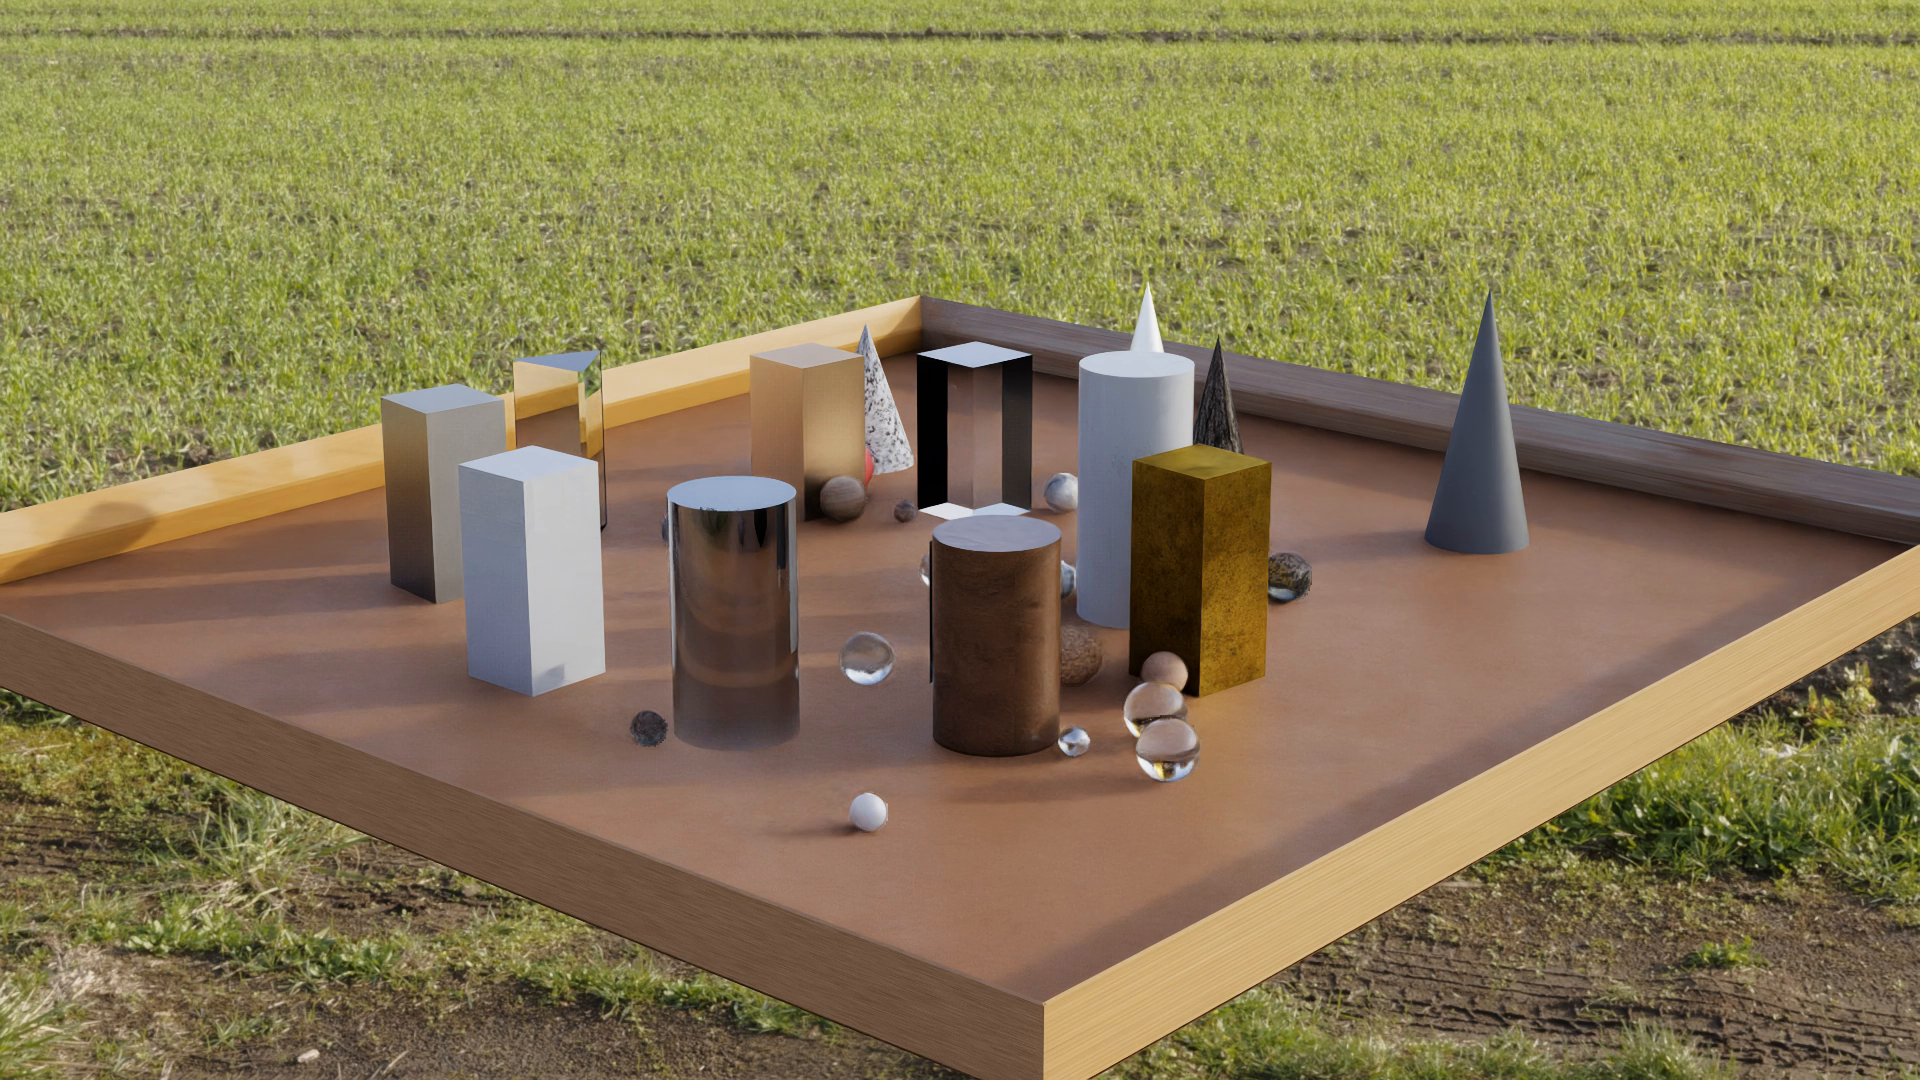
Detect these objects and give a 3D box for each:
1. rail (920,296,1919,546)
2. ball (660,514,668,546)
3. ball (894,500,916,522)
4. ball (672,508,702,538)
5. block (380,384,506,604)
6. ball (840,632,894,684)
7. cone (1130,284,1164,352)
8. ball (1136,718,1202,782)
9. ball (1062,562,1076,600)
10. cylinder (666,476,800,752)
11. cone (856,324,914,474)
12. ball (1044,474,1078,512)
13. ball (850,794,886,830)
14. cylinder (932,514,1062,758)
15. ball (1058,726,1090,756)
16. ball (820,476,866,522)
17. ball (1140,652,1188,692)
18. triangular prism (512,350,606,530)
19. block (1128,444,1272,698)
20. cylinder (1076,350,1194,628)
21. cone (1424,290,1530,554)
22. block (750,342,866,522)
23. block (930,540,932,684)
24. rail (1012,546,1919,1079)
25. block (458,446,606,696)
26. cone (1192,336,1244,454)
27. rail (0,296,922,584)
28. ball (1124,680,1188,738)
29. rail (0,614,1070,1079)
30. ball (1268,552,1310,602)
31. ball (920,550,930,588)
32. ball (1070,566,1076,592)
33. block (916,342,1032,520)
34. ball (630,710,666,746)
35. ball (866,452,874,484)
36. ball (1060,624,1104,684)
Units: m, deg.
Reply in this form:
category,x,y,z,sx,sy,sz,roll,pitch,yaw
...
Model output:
category,x,y,z,sx,sy,sz,roll,pitch,yaw
rail,0.885,-0.263,6.096,2.634,0.126,0.045,14,22,39
ball,-0.514,-0.019,5.381,0.075,0.075,0.075,0,17,0
ball,-0.104,-0.054,5.552,0.041,0.041,0.041,0,17,0
ball,-0.508,-0.032,5.452,0.057,0.057,0.057,0,17,0
block,-0.897,-0.083,5.131,0.155,0.340,0.155,-14,22,-38
ball,-0.148,0.189,4.674,0.084,0.084,0.084,0,17,0
cone,0.367,-0.314,5.788,0.194,0.402,0.194,0,17,0
ball,0.304,0.305,4.270,0.094,0.094,0.094,0,17,0
ball,0.162,0.069,5.033,0.071,0.071,0.071,0,17,0
cylinder,-0.341,0.109,4.434,0.194,0.375,0.194,0,17,0
cone,-0.189,-0.299,5.933,0.194,0.292,0.194,0,17,0
ball,0.200,-0.090,5.613,0.076,0.076,0.076,0,17,0
ball,-0.129,0.380,4.096,0.052,0.052,0.052,0,17,0
cylinder,0.055,0.143,4.418,0.194,0.321,0.194,0,17,0
ball,0.170,0.300,4.373,0.046,0.046,0.046,0,17,0
ball,-0.223,-0.077,5.551,0.087,0.087,0.087,0,17,0
ball,0.321,0.212,4.614,0.075,0.075,0.075,0,17,0
triangular prism,-0.712,-0.175,5.445,0.168,0.335,0.145,11,20,33
block,0.382,0.047,4.673,0.155,0.357,0.155,-15,22,-40
cylinder,0.296,-0.086,4.977,0.194,0.436,0.194,0,17,0
cone,0.961,-0.231,5.382,0.194,0.479,0.194,0,17,0
block,-0.291,-0.208,5.619,0.155,0.299,0.155,-15,23,-41
block,0.055,0.105,4.684,0.155,0.239,0.155,8,19,25
rail,0.977,0.276,4.309,0.045,0.126,2.746,14,22,39
block,-0.682,0.047,4.679,0.155,0.352,0.155,14,22,39
cone,0.461,-0.170,5.290,0.194,0.415,0.194,0,17,0
rail,-0.977,-0.213,5.932,0.045,0.126,2.746,14,22,39
ball,0.295,0.259,4.420,0.096,0.096,0.096,0,17,0
rail,-0.885,0.326,4.145,2.634,0.126,0.045,14,22,39
ball,0.566,0.063,5.088,0.085,0.085,0.085,0,17,0
ball,-0.028,0.051,5.135,0.083,0.083,0.083,0,17,0
ball,0.181,0.069,5.127,0.053,0.053,0.053,0,17,0
block,0.028,-0.204,5.588,0.155,0.308,0.155,-15,23,-41
ball,-0.470,0.283,4.417,0.053,0.053,0.053,0,17,0
ball,-0.217,-0.141,5.748,0.096,0.096,0.096,0,17,0
ball,0.180,0.182,4.675,0.097,0.097,0.097,0,17,0
